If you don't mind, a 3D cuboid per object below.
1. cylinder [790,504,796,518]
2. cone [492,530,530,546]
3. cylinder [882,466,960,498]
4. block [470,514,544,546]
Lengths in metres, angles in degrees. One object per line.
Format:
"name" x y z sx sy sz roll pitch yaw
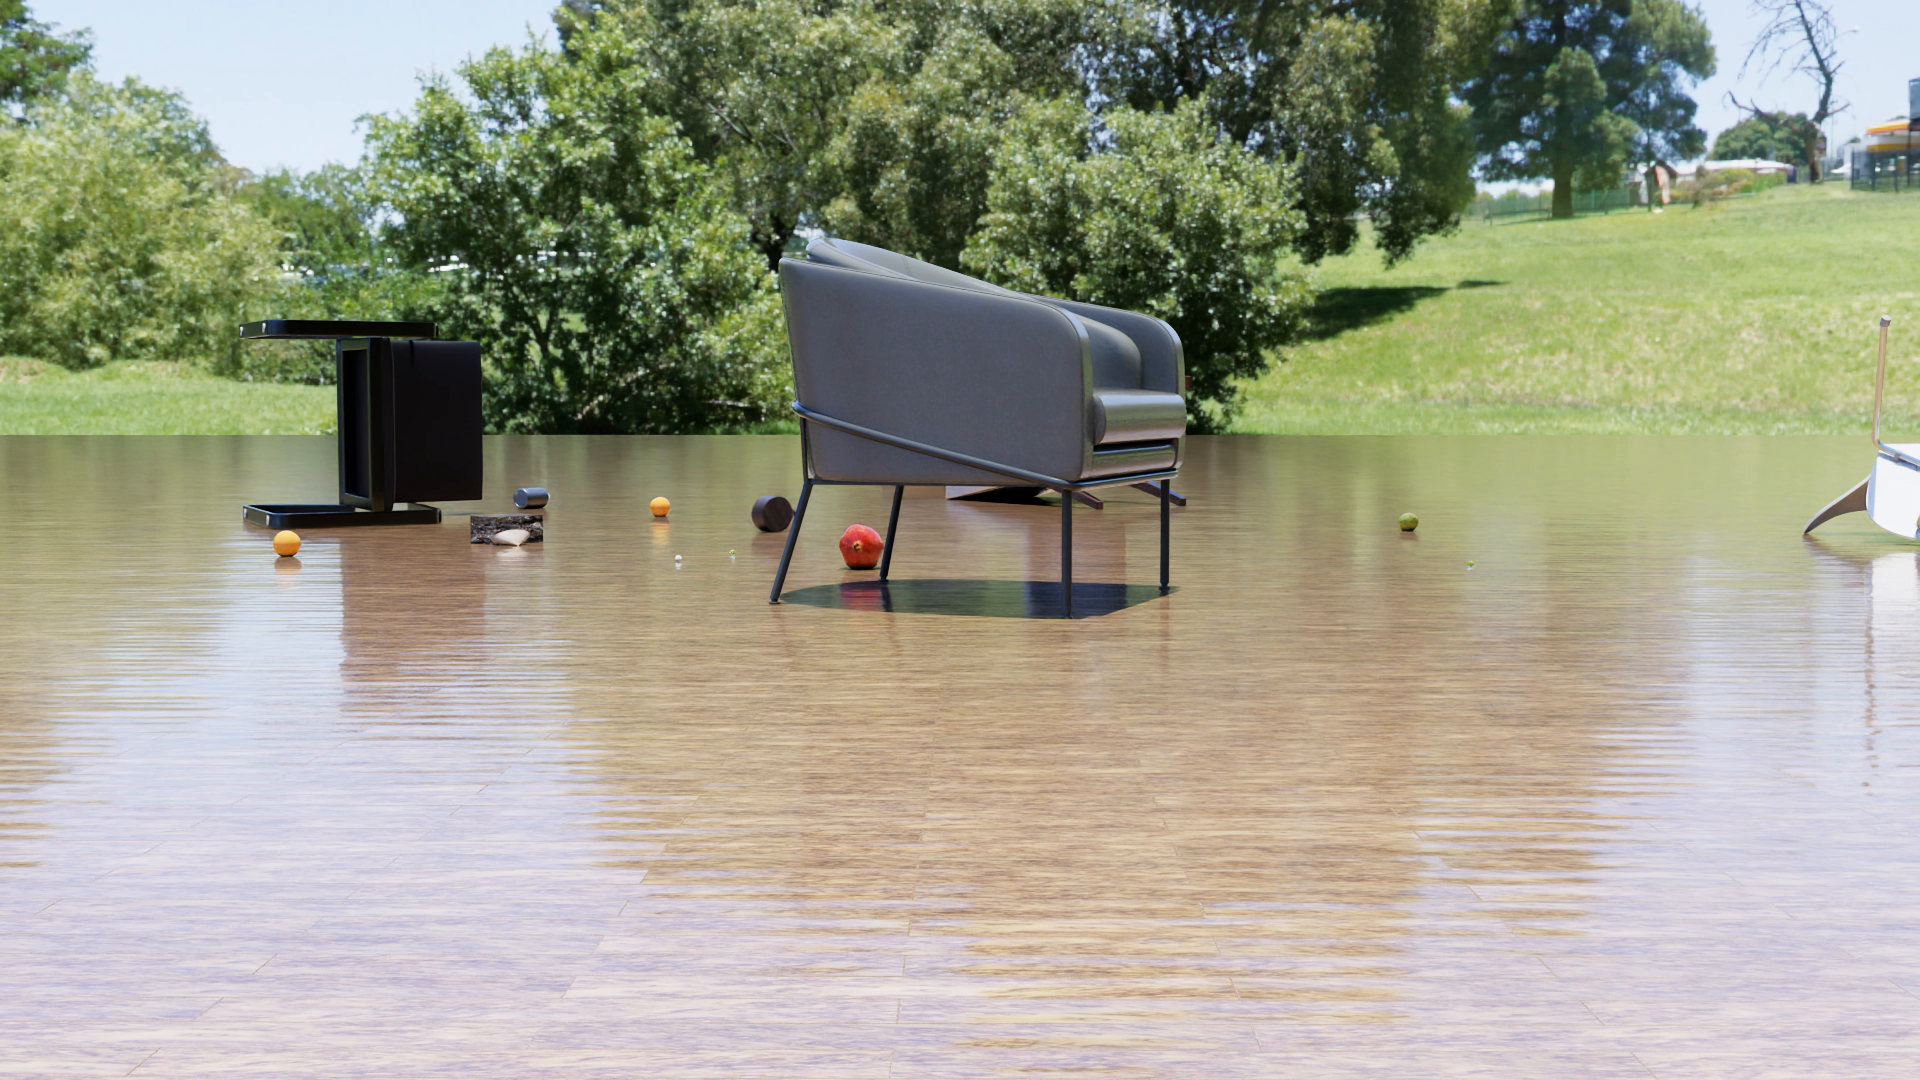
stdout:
"cylinder" -0.598 -0.091 7.602 0.059 0.037 0.071 -22 -17 -23
"cone" -1.280 0.004 6.322 0.122 0.048 0.053 -7 32 -36
"cylinder" -0.159 -0.241 9.126 0.357 0.127 0.228 -2 5 -32
"block" -1.324 -0.032 6.424 0.122 0.081 0.168 3 5 41
